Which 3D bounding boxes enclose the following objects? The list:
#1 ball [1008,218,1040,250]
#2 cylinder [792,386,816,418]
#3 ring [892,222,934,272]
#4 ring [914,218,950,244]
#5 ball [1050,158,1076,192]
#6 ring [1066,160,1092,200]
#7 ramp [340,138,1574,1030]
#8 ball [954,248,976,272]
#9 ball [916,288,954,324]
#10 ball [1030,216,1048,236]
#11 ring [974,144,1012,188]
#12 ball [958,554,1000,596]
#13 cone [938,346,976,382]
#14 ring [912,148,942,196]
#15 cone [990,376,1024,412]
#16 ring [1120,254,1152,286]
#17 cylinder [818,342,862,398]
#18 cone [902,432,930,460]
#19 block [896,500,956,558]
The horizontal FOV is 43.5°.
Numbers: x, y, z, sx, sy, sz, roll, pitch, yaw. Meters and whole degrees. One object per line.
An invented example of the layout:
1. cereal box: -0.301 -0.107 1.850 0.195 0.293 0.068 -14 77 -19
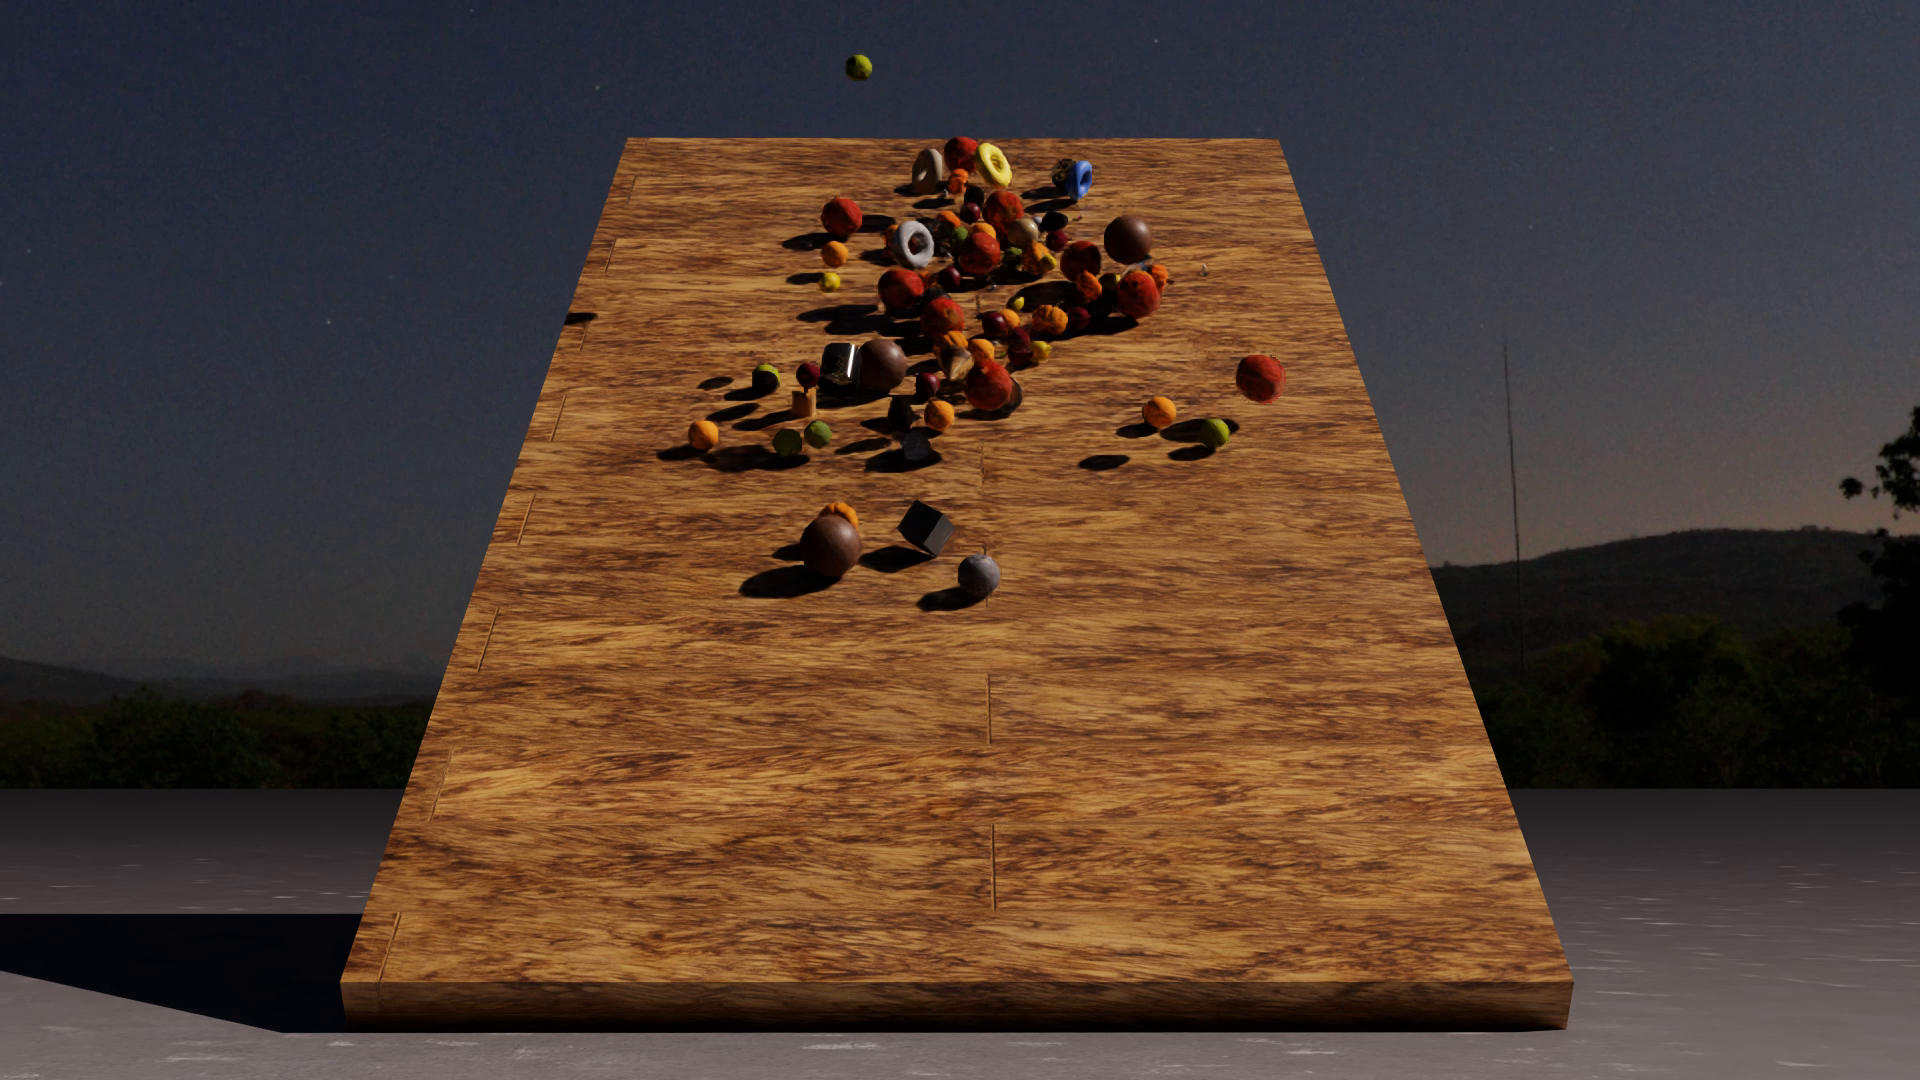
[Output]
1. ball: 0.169 -0.814 6.387 0.084 0.084 0.084 0 -6 0
2. cylinder: -0.369 -0.329 5.705 0.055 0.055 0.055 1 31 -1
3. ring: -0.122 -0.761 6.228 0.131 0.131 0.044 5 -5 -41
4. ring: -0.080 -0.844 6.555 0.108 0.036 0.108 11 -18 4
5. ball: 0.311 -1.060 6.981 0.093 0.093 0.093 0 -6 0
6. ring: 0.343 -1.032 6.894 0.039 0.116 0.116 22 3 24
7. ramp: -0.012 -0.216 5.666 2.000 0.100 4.000 0 29 0
8. ball: 0.011 -0.752 6.452 0.059 0.059 0.059 0 -6 0
9. ball: -0.065 -0.598 6.141 0.096 0.096 0.096 0 -6 0
10. ball: 0.217 -0.872 6.681 0.057 0.057 0.057 0 -6 0
11. ring: 0.091 -1.046 6.725 0.046 0.138 0.138 -27 -20 32
12. ball: 0.039 0.072 4.958 0.088 0.088 0.088 0 -6 0
13. cone: -0.018 -0.395 5.646 0.090 0.090 0.090 -2 34 15
14. ring: -0.093 -1.036 6.768 0.045 0.136 0.136 9 -10 -30
15. cone: 0.131 -0.355 5.744 0.090 0.090 0.090 -3 10 30
16. ring: 0.468 -0.716 6.372 0.035 0.105 0.105 44 -15 -8
17. cylinder: -0.274 -0.389 5.507 0.091 0.091 0.091 5 -34 3
18. cone: -0.102 -0.217 5.534 0.067 0.067 0.067 0 6 -1
19. block: -0.071 -0.025 5.103 0.076 0.076 0.076 28 -10 30
